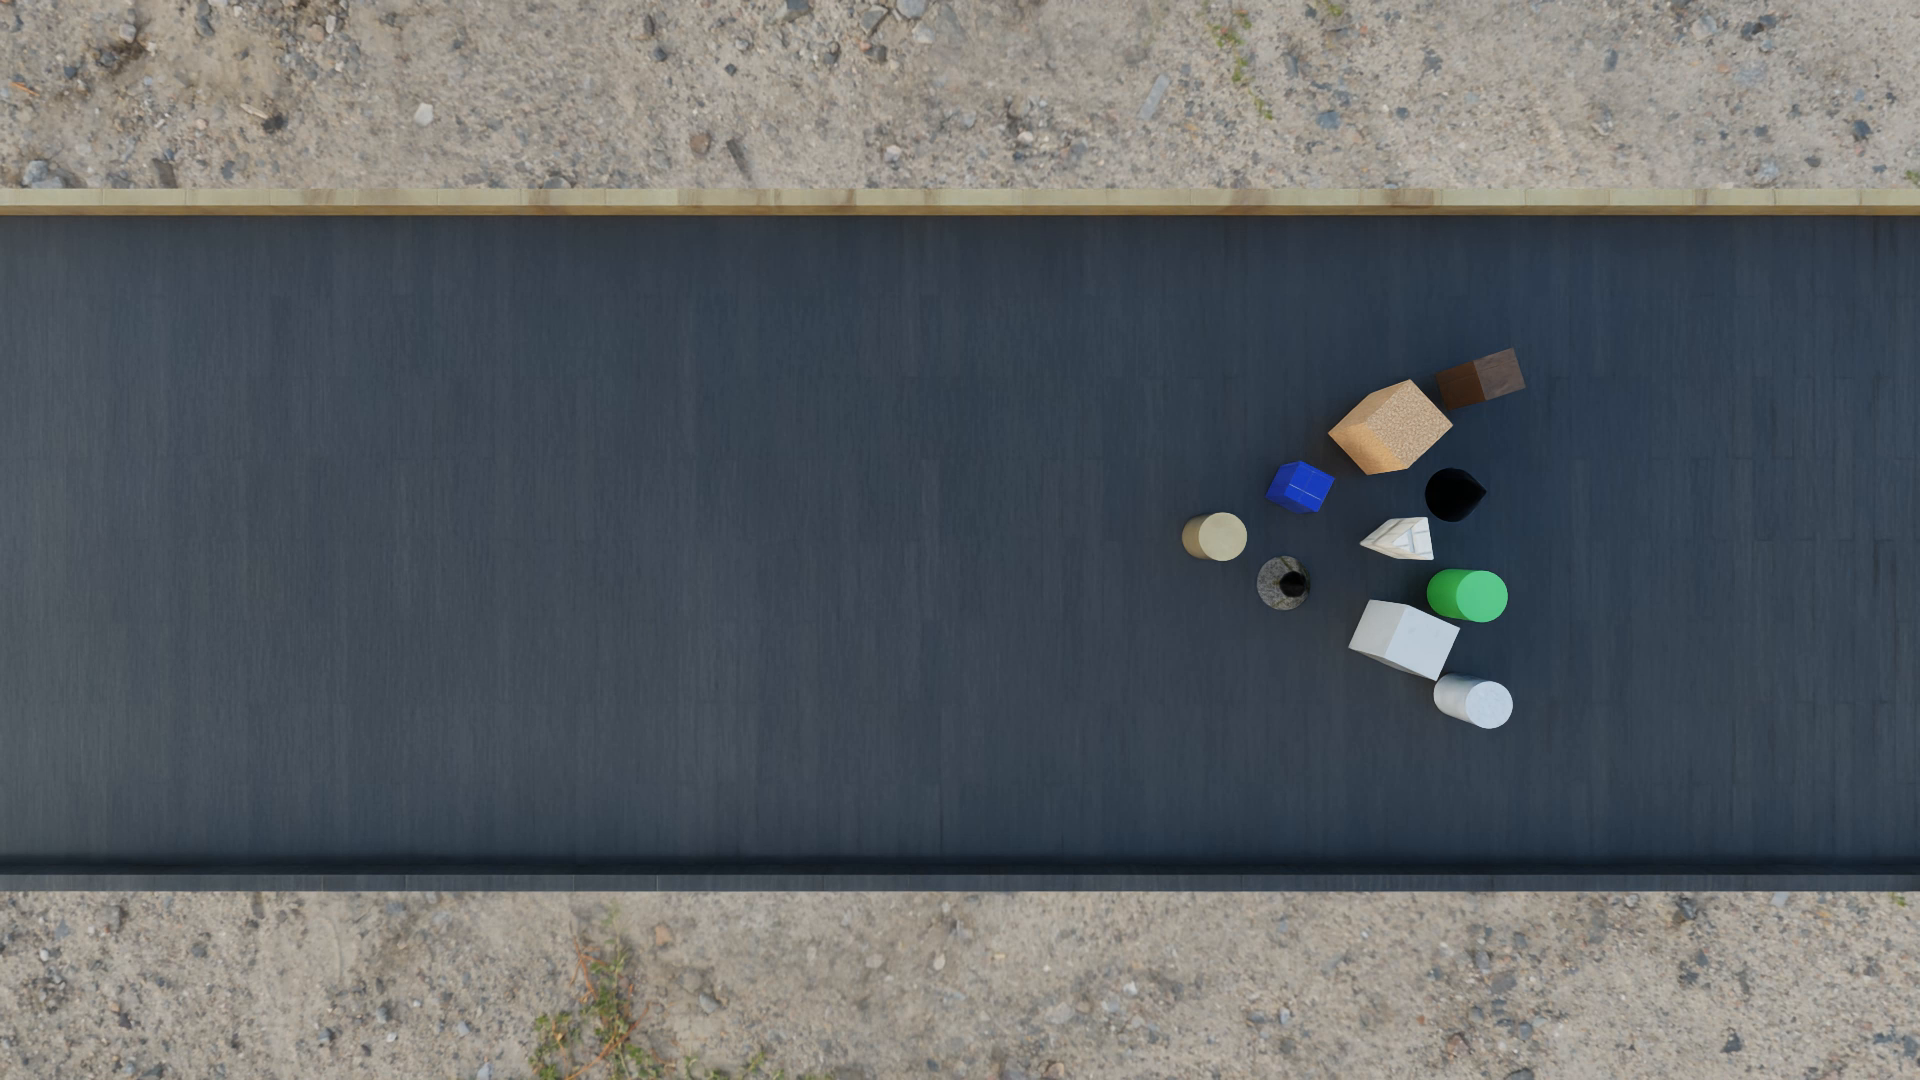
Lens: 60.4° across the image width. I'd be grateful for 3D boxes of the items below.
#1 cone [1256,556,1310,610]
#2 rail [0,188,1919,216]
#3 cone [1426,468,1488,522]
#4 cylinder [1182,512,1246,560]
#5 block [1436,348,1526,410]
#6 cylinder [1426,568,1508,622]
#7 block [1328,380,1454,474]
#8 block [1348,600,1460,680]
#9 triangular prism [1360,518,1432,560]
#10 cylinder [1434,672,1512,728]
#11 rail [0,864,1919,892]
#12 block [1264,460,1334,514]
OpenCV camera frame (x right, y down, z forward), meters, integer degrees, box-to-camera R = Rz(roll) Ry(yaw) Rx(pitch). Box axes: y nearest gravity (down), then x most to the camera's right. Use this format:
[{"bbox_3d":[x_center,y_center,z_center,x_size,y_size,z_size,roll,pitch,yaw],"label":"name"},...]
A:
[{"bbox_3d":[0.997,0.133,4.926,0.167,0.301,0.167,0,90,0],"label":"cone"},{"bbox_3d":[-2.247,-1.025,5.002,12.000,0.150,0.050,0,90,0],"label":"rail"},{"bbox_3d":[1.515,-0.139,4.904,0.168,0.345,0.168,0,90,0],"label":"cone"},{"bbox_3d":[0.752,-0.010,4.899,0.139,0.355,0.139,0,90,0],"label":"cylinder"},{"bbox_3d":[1.538,-0.473,4.889,0.121,0.375,0.121,-18,90,0],"label":"block"},{"bbox_3d":[1.511,0.163,4.926,0.150,0.302,0.150,0,90,0],"label":"cylinder"},{"bbox_3d":[1.257,-0.325,4.849,0.178,0.454,0.178,-43,90,0],"label":"block"},{"bbox_3d":[1.302,0.290,4.862,0.163,0.428,0.163,24,90,0],"label":"block"},{"bbox_3d":[1.307,-0.016,4.884,0.122,0.384,0.106,21,90,0],"label":"triangular prism"},{"bbox_3d":[1.526,0.476,4.916,0.136,0.321,0.136,0,90,0],"label":"cylinder"},{"bbox_3d":[-2.247,1.025,5.001,12.000,0.150,0.050,0,90,0],"label":"rail"},{"bbox_3d":[1.011,-0.155,4.925,0.111,0.304,0.111,27,90,0],"label":"block"}]
